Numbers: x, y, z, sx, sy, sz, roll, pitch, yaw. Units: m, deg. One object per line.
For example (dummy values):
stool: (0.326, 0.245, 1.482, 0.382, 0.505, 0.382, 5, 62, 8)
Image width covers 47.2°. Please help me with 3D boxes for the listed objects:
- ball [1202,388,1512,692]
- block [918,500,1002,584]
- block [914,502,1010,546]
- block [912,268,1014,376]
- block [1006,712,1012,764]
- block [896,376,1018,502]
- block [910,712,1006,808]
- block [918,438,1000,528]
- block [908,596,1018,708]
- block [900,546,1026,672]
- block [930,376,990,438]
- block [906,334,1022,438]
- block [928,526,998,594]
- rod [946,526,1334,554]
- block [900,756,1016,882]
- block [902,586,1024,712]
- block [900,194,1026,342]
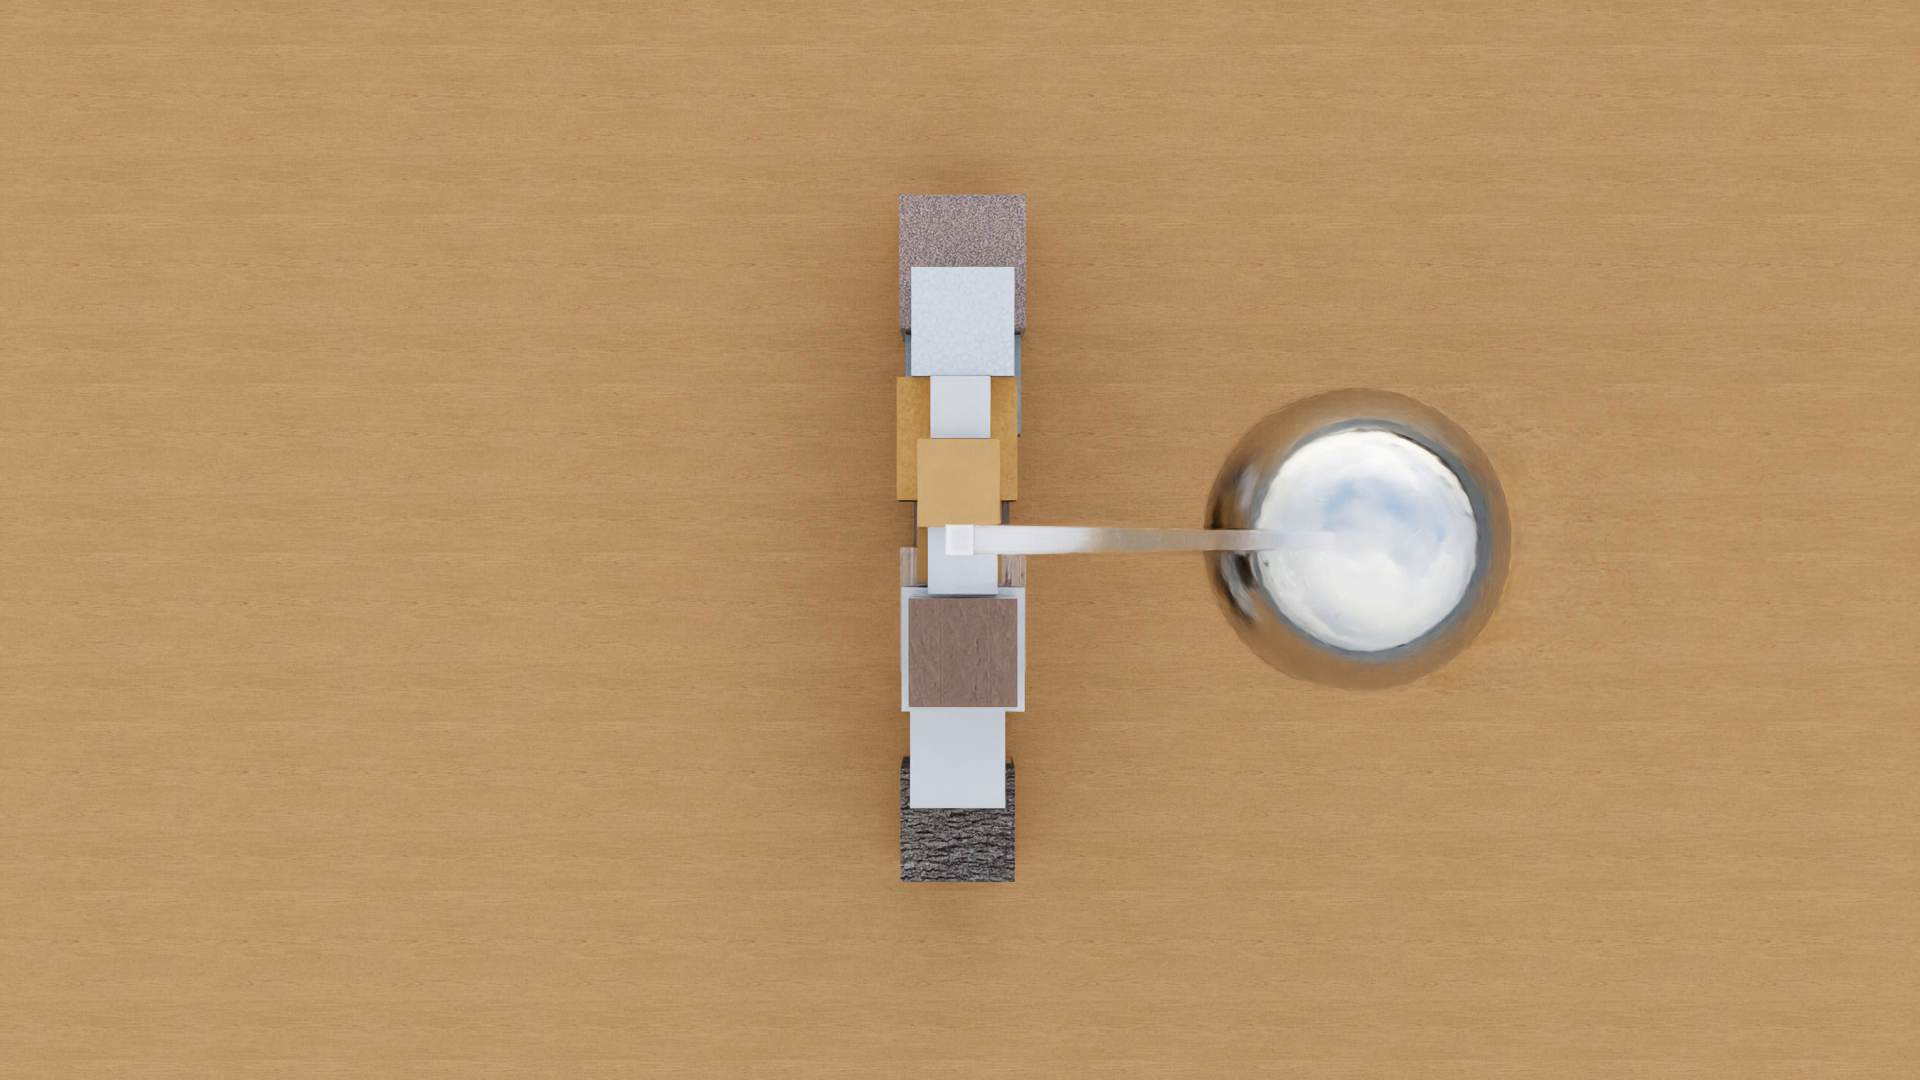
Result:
ball: (2.074, 0.000, 11.530, 1.600, 1.600, 1.600, 0, 90, 0)
block: (-0.004, 0.014, 12.066, 0.456, 0.404, 0.445, 0, 89, 0)
block: (0.009, -0.281, 12.677, 0.537, 0.645, 0.624, 0, 90, 0)
block: (0.015, -1.158, 11.872, 0.541, 0.588, 0.570, 0, 91, 0)
block: (0.018, 1.009, 12.744, 0.547, 0.512, 0.522, 0, 90, 0)
block: (-0.015, -0.542, 12.047, 0.644, 0.615, 0.657, 0, 90, 0)
block: (-0.012, 1.179, 12.059, 0.510, 0.468, 0.533, 0, 89, 0)
block: (-0.007, -0.294, 11.508, 0.421, 0.463, 0.452, 0, 90, 0)
block: (0.015, 0.573, 11.405, 0.556, 0.477, 0.552, 0, 90, 0)
block: (0.017, 0.390, 12.634, 0.701, 0.733, 0.697, 0, 90, 0)
block: (0.002, -0.689, 11.571, 0.309, 0.338, 0.320, 0, 90, 0)
block: (0.018, -0.883, 12.734, 0.656, 0.532, 0.561, 0, 90, 0)
block: (0.014, 0.110, 11.495, 0.359, 0.309, 0.345, 0, 88, 0)
rod: (0.899, 0.000, 8.340, 0.080, 5.200, 0.080, 0, 90, 20)
block: (-0.013, 1.596, 12.645, 0.641, 0.709, 0.633, 0, 90, 0)
block: (0.017, 0.580, 11.956, 0.650, 0.623, 0.655, 0, 90, 0)
block: (0.015, -1.543, 12.583, 0.702, 0.834, 0.739, 0, 90, 0)
